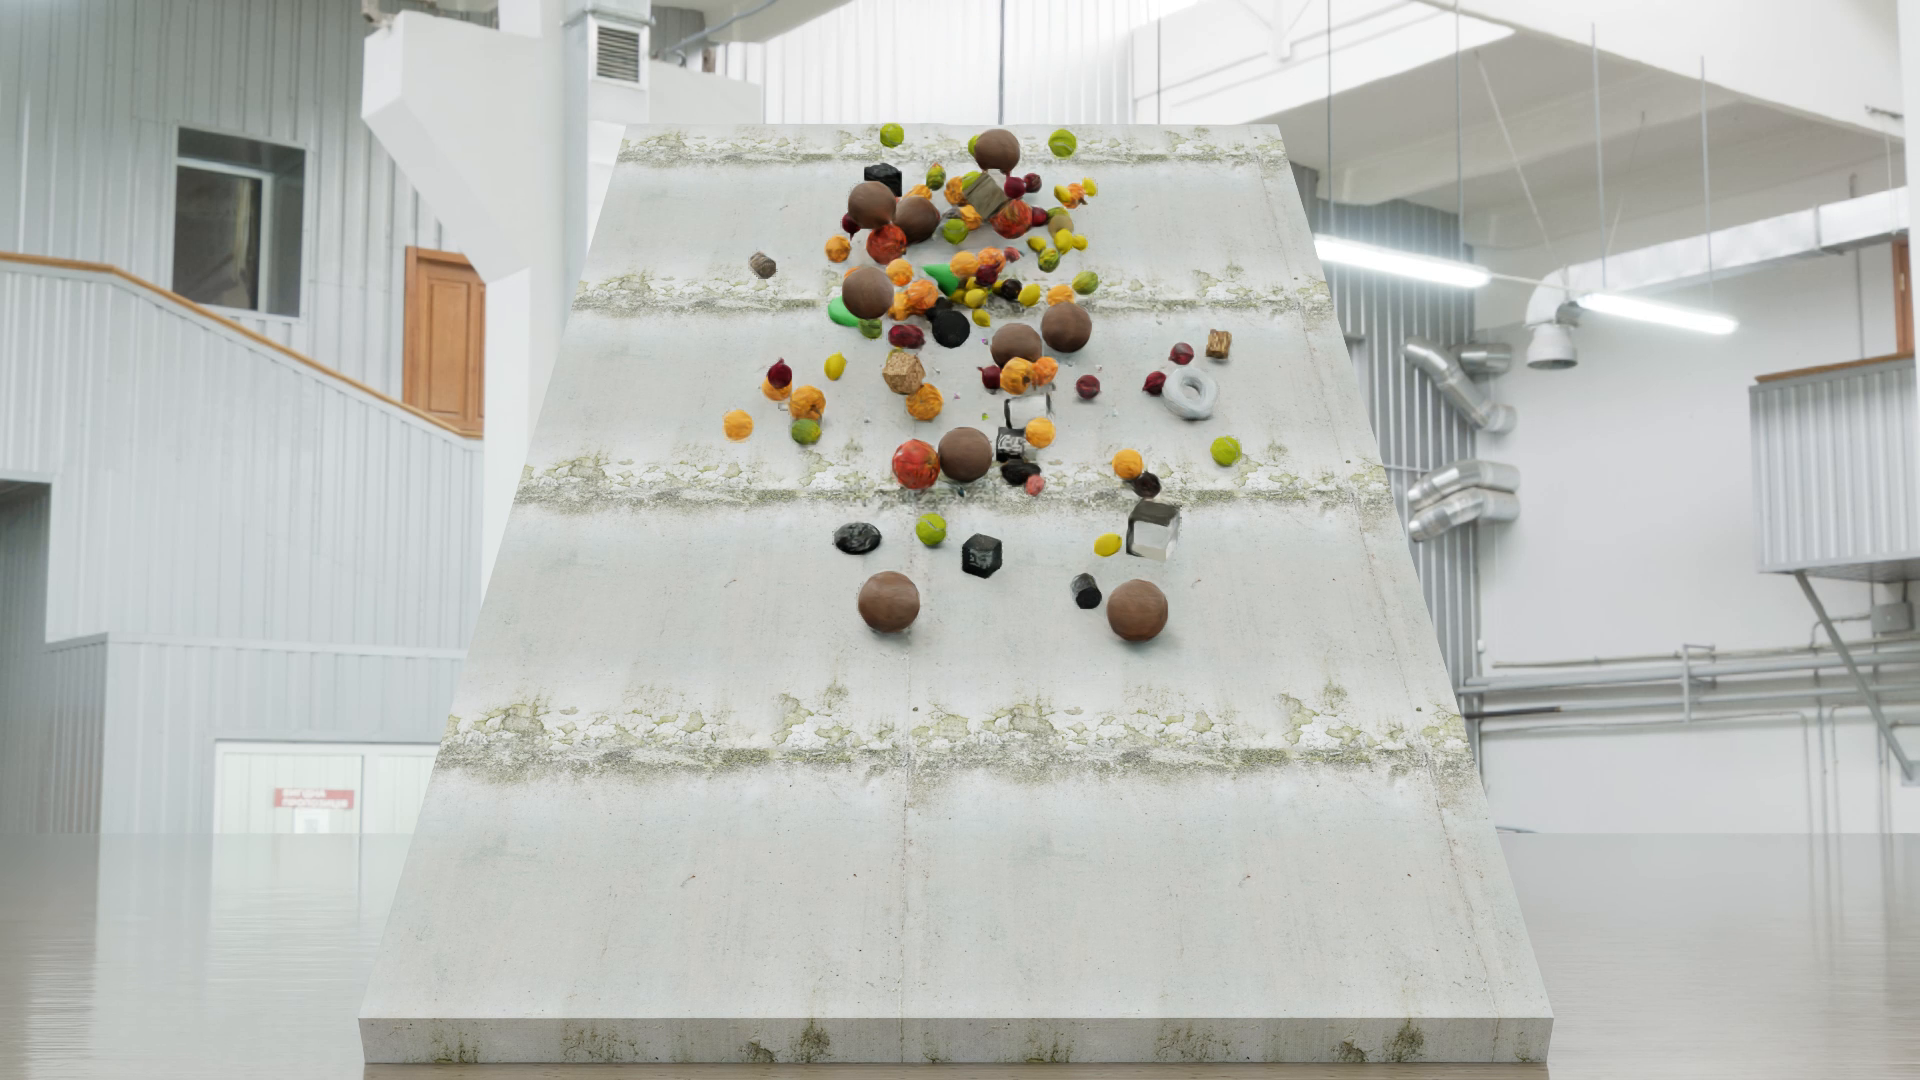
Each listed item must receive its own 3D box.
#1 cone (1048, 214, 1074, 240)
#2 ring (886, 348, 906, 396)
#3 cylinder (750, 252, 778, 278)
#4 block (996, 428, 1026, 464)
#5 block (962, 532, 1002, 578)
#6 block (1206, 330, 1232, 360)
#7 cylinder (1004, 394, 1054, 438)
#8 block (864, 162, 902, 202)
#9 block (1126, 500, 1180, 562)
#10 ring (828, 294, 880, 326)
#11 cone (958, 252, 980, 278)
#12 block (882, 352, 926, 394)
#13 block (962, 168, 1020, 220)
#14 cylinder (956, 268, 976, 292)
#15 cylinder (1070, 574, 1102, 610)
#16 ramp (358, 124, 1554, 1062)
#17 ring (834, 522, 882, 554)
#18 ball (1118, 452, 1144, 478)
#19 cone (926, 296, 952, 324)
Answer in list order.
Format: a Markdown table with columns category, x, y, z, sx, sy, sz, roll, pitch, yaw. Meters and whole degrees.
| category | x | y | z | sx | sy | sz | roll | pitch | yaw |
| --- | --- | --- | --- | --- | --- | --- | --- | --- | --- |
| cone | 0.268 | -0.870 | 6.737 | 0.074 | 0.074 | 0.074 | 2 | 14 | -16 |
| ring | -0.146 | -0.408 | 5.910 | 0.039 | 0.116 | 0.116 | -14 | -11 | 18 |
| cylinder | -0.528 | -0.739 | 6.541 | 0.055 | 0.055 | 0.055 | 5 | 26 | -36 |
| block | 0.117 | -0.220 | 5.670 | 0.059 | 0.059 | 0.059 | 5 | -27 | 8 |
| block | 0.047 | 0.034 | 5.268 | 0.064 | 0.064 | 0.064 | 18 | 35 | 26 |
| block | 0.651 | -0.491 | 6.118 | 0.055 | 0.055 | 0.055 | 10 | -13 | 9 |
| cylinder | 0.164 | -0.292 | 5.753 | 0.098 | 0.098 | 0.098 | -7 | -8 | 13 |
| block | -0.223 | -1.026 | 6.995 | 0.079 | 0.079 | 0.079 | -19 | 36 | -29 |
| block | 0.423 | -0.021 | 5.335 | 0.091 | 0.091 | 0.091 | 12 | 33 | 19 |
| ring | -0.275 | -0.597 | 6.323 | 0.136 | 0.045 | 0.136 | 1 | 32 | 0 |
| cone | 0.038 | -0.717 | 6.432 | 0.063 | 0.063 | 0.063 | -28 | -13 | -7 |
| block | -0.134 | -0.397 | 5.804 | 0.067 | 0.067 | 0.067 | 8 | -35 | 32 |
| block | 0.082 | -0.928 | 6.533 | 0.093 | 0.093 | 0.093 | -40 | -3 | 23 |
| cylinder | 0.007 | -0.688 | 6.432 | 0.053 | 0.053 | 0.053 | 2 | 19 | -18 |
| cylinder | 0.267 | 0.109 | 5.155 | 0.055 | 0.055 | 0.055 | 2 | 30 | -14 |
| ramp | -0.014 | -0.198 | 5.806 | 2.000 | 0.100 | 4.000 | 0 | 31 | 0 |
| ring | -0.225 | -0.004 | 5.358 | 0.105 | 0.035 | 0.105 | -1 | 32 | 1 |
| ball | 0.392 | -0.173 | 5.611 | 0.061 | 0.061 | 0.061 | 0 | -7 | 0 |
| cone | -0.061 | -0.596 | 6.332 | 0.072 | 0.072 | 0.072 | 1 | 4 | -10 |
